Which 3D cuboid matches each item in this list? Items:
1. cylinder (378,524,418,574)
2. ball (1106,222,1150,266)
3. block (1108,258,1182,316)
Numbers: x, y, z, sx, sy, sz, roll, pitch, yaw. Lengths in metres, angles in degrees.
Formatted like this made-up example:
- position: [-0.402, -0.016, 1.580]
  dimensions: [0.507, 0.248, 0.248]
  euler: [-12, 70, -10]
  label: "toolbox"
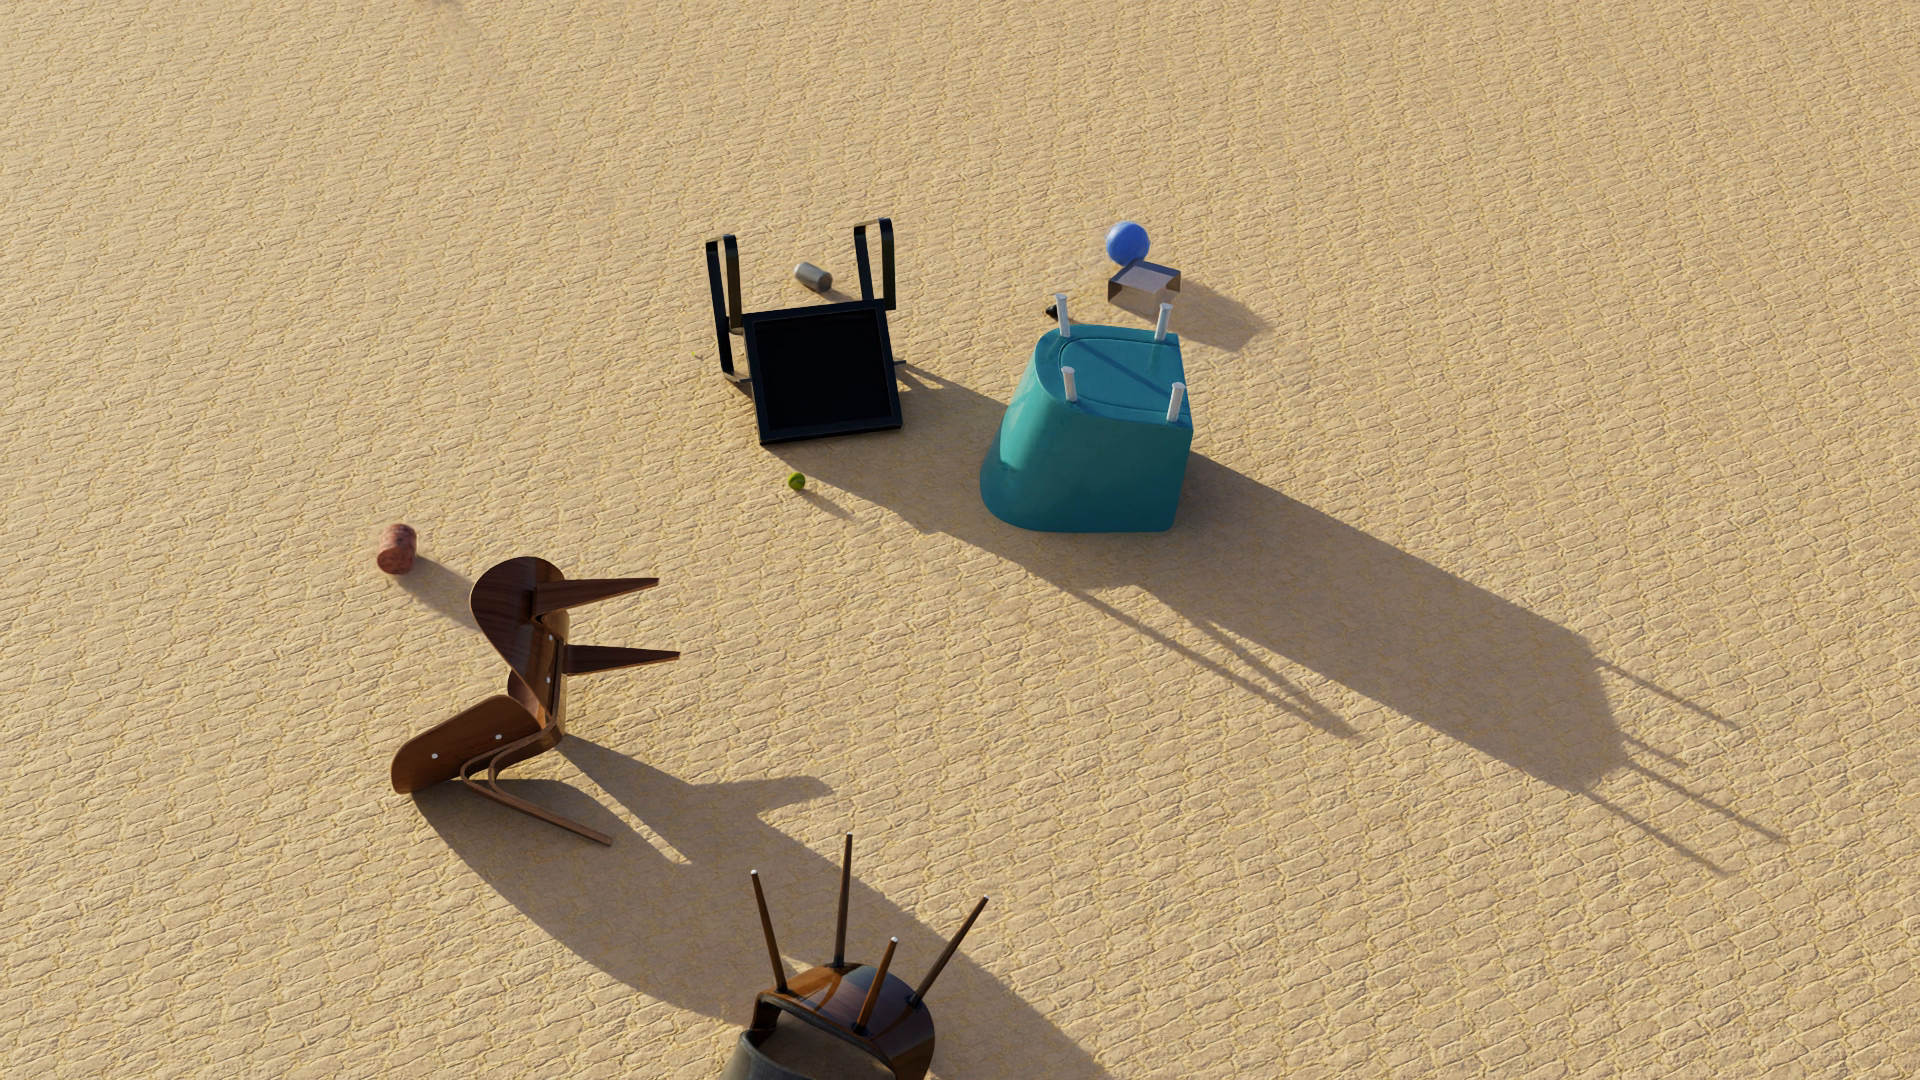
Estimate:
- position: [-2.069, 0.033, 10.785]
  dimensions: [0.131, 0.120, 0.164]
  euler: [0, 33, -5]
  label: "cylinder"
- position: [0.728, -1.283, 12.717]
  dimensions: [0.192, 0.192, 0.192]
  euler: [0, 33, 0]
  label: "ball"
- position: [0.785, -1.079, 12.487]
  dimensions: [0.224, 0.105, 0.236]
  euler: [19, 38, 26]
  label: "block"
